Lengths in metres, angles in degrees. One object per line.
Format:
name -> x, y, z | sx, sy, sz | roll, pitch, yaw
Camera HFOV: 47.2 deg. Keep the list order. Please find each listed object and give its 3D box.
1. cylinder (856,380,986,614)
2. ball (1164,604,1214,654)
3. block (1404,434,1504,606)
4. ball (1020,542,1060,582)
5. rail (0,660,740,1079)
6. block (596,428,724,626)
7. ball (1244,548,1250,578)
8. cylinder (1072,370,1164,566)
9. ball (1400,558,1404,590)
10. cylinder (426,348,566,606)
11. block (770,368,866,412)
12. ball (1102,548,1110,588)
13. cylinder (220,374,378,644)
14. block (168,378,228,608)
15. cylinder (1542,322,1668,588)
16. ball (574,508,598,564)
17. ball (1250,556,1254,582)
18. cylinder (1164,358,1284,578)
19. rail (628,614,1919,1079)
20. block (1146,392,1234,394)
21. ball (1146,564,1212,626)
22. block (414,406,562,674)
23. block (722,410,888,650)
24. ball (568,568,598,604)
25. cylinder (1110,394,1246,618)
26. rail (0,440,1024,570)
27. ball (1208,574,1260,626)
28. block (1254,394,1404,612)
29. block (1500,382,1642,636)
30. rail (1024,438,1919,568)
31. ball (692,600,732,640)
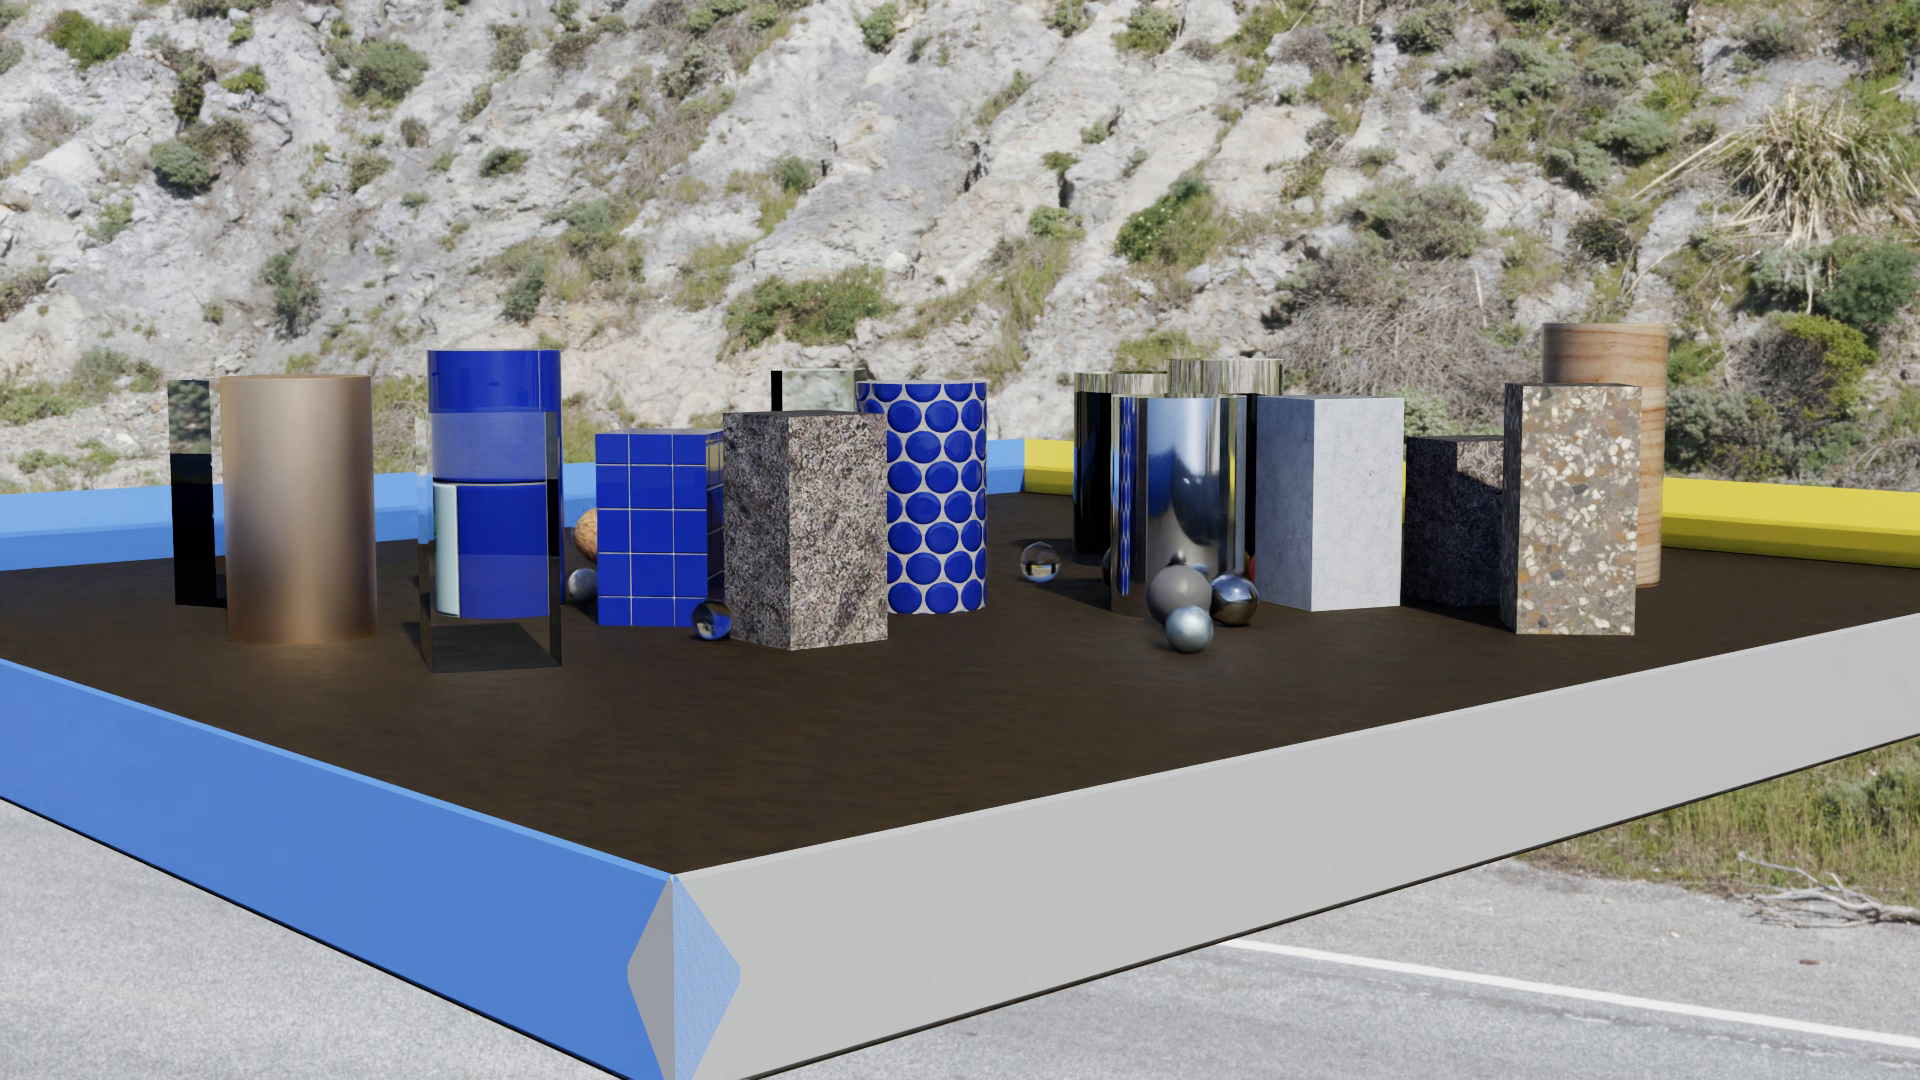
cylinder -> -0.059, -0.070, 3.323 | 0.199, 0.338, 0.199 | 0, 6, 0
ball -> 0.298, 0.116, 2.869 | 0.063, 0.063, 0.063 | 0, 6, 0
block -> 0.799, -0.034, 3.409 | 0.159, 0.248, 0.159 | -2, 6, -17
ball -> 0.132, 0.037, 3.607 | 0.068, 0.068, 0.068 | 0, 6, 0
rail -> -1.122, 0.141, 2.302 | 0.045, 0.129, 2.888 | -5, 8, -42
block -> -0.425, -0.021, 3.179 | 0.159, 0.272, 0.159 | 1, 6, 7
ball -> 0.422, 0.039, 3.512 | 0.083, 0.083, 0.083 | 0, 6, 0
cylinder -> 0.300, -0.129, 3.899 | 0.199, 0.336, 0.199 | 0, 6, 0
ball -> 0.693, 0.054, 3.500 | 0.056, 0.056, 0.056 | 0, 6, 0
cylinder -> -0.699, -0.094, 3.320 | 0.199, 0.386, 0.199 | 0, 6, 0
block -> -0.272, -0.165, 4.273 | 0.159, 0.331, 0.159 | 1, 6, 7
ball -> 0.266, 0.045, 3.415 | 0.092, 0.092, 0.092 | 0, 6, 0
cylinder -> -0.906, -0.047, 3.019 | 0.199, 0.355, 0.199 | 0, 6, 0
block -> -1.088, -0.076, 3.365 | 0.159, 0.341, 0.159 | 3, 7, 25
cylinder -> 1.053, -0.143, 3.612 | 0.199, 0.424, 0.199 | 0, 6, 0
ball -> -0.633, -0.008, 3.886 | 0.099, 0.099, 0.099 | 0, 6, 0
ball -> 0.494, 0.047, 3.466 | 0.076, 0.076, 0.076 | 0, 6, 0
cylinder -> 0.440, -0.120, 3.681 | 0.199, 0.364, 0.199 | 0, 6, 0
rail -> 0.963, 0.142, 2.294 | 3.100, 0.129, 0.045 | -5, 8, -42
block -> 0.425, -0.128, 4.114 | 0.159, 0.291, 0.159 | 1, 6, 11
ball -> 0.306, 0.080, 3.076 | 0.091, 0.091, 0.091 | 0, 6, 0
block -> -0.600, -0.005, 2.791 | 0.159, 0.320, 0.159 | -2, 6, -18
block -> -0.210, -0.019, 2.985 | 0.159, 0.307, 0.159 | -5, 8, -39
ball -> -0.570, 0.071, 3.346 | 0.054, 0.054, 0.054 | 0, 6, 0
cylinder -> 0.323, -0.054, 3.262 | 0.199, 0.320, 0.199 | 0, 6, 0
rail -> -0.963, -0.075, 4.370 | 3.100, 0.129, 0.045 | -5, 8, -42
ball -> 0.386, 0.084, 3.114 | 0.075, 0.075, 0.075 | 0, 6, 0
block -> 0.562, -0.061, 3.357 | 0.159, 0.314, 0.159 | -3, 7, -24
block -> 0.856, -0.048, 3.096 | 0.159, 0.341, 0.159 | 1, 6, 5
rail -> 1.122, -0.074, 4.361 | 0.045, 0.129, 2.888 | -5, 8, -42
ball -> -0.336, 0.108, 2.984 | 0.055, 0.055, 0.055 | 0, 6, 0
